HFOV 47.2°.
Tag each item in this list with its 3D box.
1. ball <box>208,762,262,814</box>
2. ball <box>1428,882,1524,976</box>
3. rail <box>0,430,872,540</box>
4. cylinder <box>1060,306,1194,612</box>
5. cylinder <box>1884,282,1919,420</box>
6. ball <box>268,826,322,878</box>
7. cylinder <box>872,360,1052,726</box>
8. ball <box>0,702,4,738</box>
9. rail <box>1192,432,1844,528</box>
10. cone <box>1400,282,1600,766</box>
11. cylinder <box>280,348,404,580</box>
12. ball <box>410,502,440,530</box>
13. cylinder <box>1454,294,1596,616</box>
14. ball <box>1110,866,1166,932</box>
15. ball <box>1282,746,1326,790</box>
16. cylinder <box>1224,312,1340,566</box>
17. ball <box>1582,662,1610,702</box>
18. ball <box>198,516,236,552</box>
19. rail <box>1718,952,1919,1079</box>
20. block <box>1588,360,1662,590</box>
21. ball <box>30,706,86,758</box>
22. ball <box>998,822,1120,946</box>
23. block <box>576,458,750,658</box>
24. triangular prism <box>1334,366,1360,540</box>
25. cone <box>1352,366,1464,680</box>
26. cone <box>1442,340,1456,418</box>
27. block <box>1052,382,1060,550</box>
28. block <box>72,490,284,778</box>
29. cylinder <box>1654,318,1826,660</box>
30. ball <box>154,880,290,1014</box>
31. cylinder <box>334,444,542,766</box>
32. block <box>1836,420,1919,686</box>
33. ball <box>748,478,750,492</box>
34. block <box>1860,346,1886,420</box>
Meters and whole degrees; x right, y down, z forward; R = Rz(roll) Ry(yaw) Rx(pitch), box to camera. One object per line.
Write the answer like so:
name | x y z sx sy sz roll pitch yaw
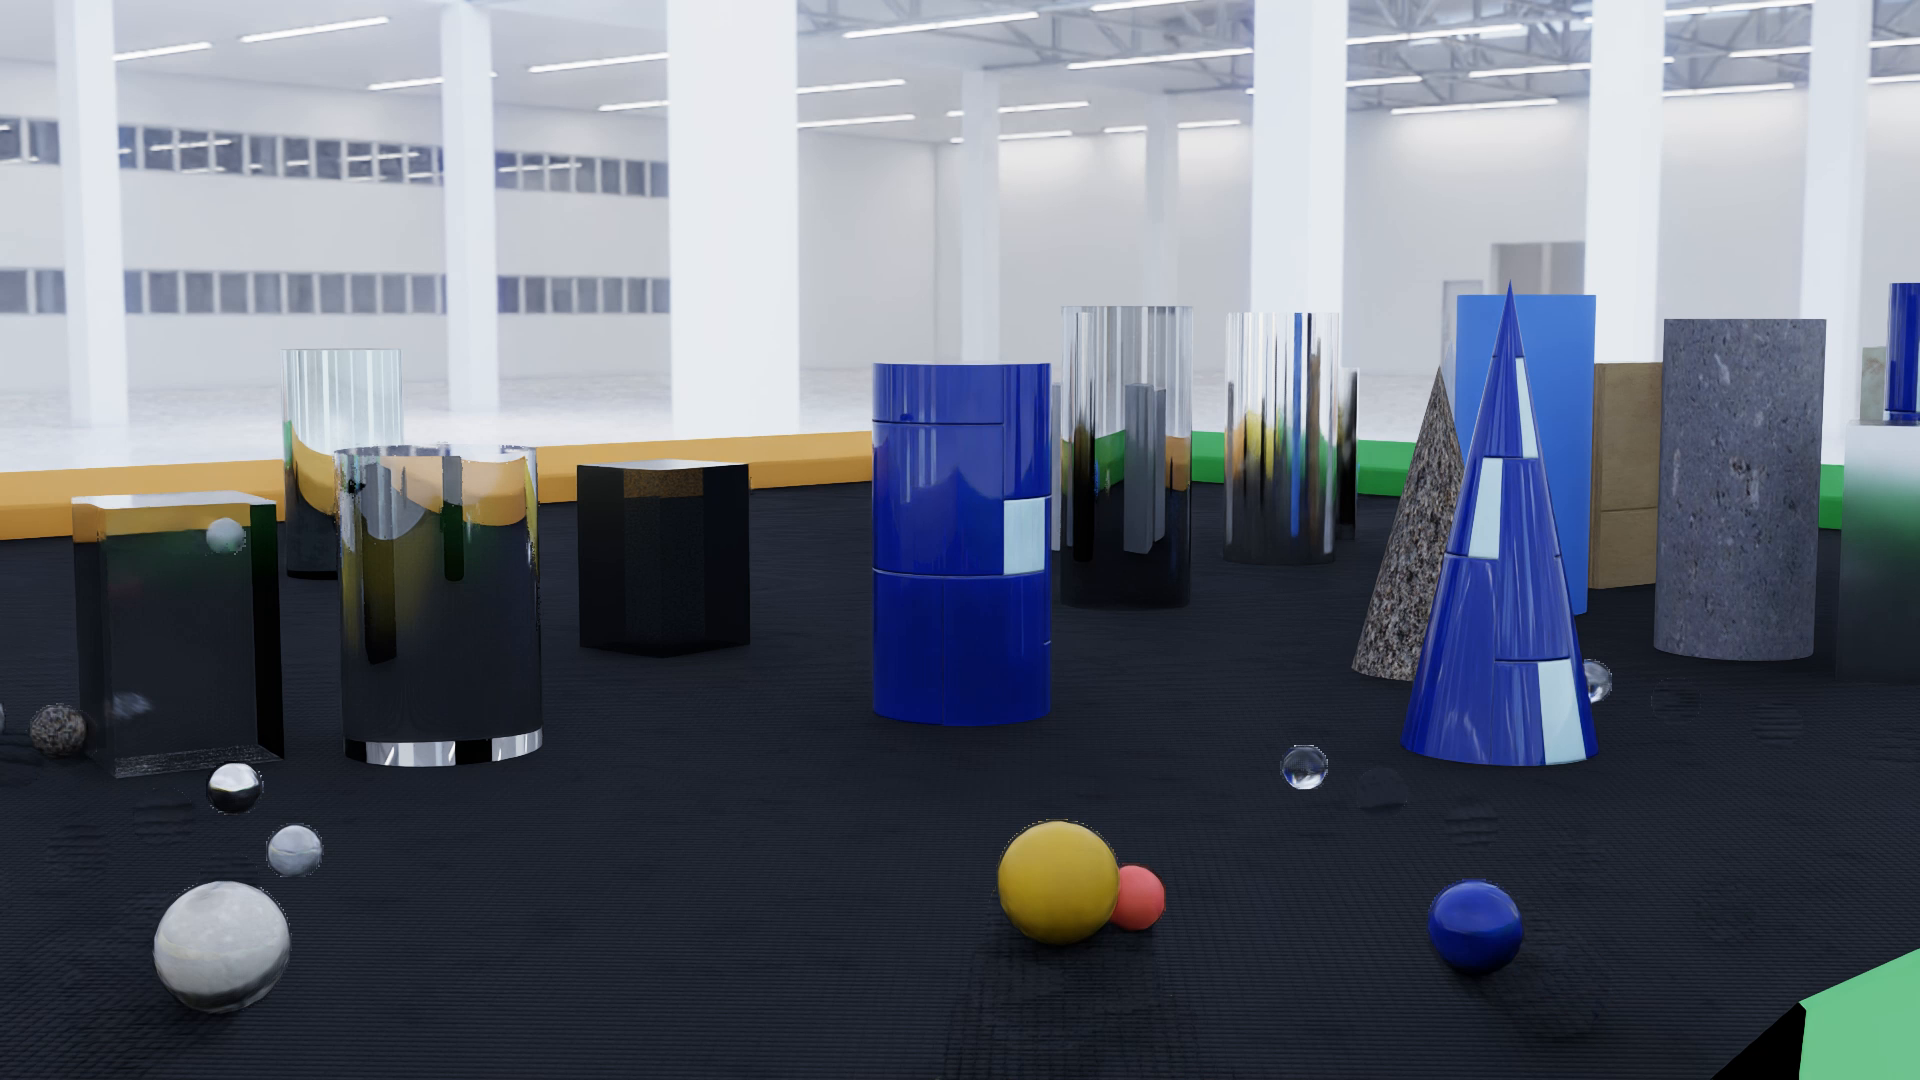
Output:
ball | -0.644 0.221 1.954 0.046 0.046 0.046 0 6 0
ball | 0.347 0.261 1.481 0.062 0.062 0.062 0 6 0
rail | -1.326 -0.115 4.761 4.249 0.130 0.045 -5 8 -42
cylinder | 0.253 -0.129 3.350 0.200 0.452 0.200 0 6 0
cylinder | 1.422 -0.123 3.136 0.200 0.484 0.200 0 6 0
ball | -0.525 0.246 1.736 0.041 0.041 0.041 0 6 0
cylinder | 0.002 -0.003 2.447 0.200 0.388 0.200 0 6 0
ball | -0.982 0.177 2.144 0.093 0.093 0.093 0 6 0
rail | 1.544 -0.114 4.749 0.045 0.130 3.958 -5 8 -42
cone | 0.553 -0.025 2.236 0.200 0.477 0.200 0 6 0
cylinder | -1.045 -0.133 3.733 0.200 0.380 0.200 0 6 0
ball | -1.086 -0.048 4.471 0.058 0.058 0.058 0 6 0
cylinder | 0.839 -0.130 3.283 0.200 0.468 0.200 0 6 0
ball | 0.124 0.258 1.586 0.047 0.047 0.047 0 6 0
ball | 0.322 0.213 2.051 0.040 0.040 0.040 0 6 0
cylinder | 0.574 -0.185 3.936 0.200 0.442 0.200 0 6 0
ball | 0.718 0.162 2.509 0.046 0.046 0.046 0 6 0
ball | -1.378 -0.012 4.079 0.068 0.068 0.068 0 6 0
rail | 1.326 0.183 1.902 4.249 0.130 0.045 -5 8 -42
block | 1.048 -0.113 3.626 0.160 0.362 0.160 -4 7 -34
ball | -0.900 0.192 2.197 0.052 0.052 0.052 0 6 0
ball | 0.070 0.242 1.550 0.087 0.087 0.087 0 6 0
block | -0.394 0.020 2.927 0.160 0.243 0.160 5 8 39
triangular prism | 0.686 -0.175 4.349 0.173 0.336 0.150 0 6 0
cone | 0.590 -0.028 2.726 0.200 0.380 0.200 0 6 0
cone | 0.888 -0.169 3.992 0.200 0.399 0.200 0 6 0
block | 0.215 -0.144 4.196 0.160 0.308 0.160 -3 7 -26
block | -0.783 0.088 2.199 0.160 0.259 0.160 -4 7 -32
cylinder | 1.022 -0.072 2.887 0.200 0.434 0.200 0 6 0
ball | -0.470 0.259 1.402 0.083 0.083 0.083 0 6 0
cylinder | -0.530 0.060 2.241 0.200 0.305 0.200 0 6 0
block | 1.165 0.012 2.687 0.160 0.309 0.160 3 6 24
ball | -0.528 -0.124 5.008 0.099 0.099 0.099 0 6 0
block | 1.551 -0.118 3.555 0.160 0.387 0.160 4 7 32
